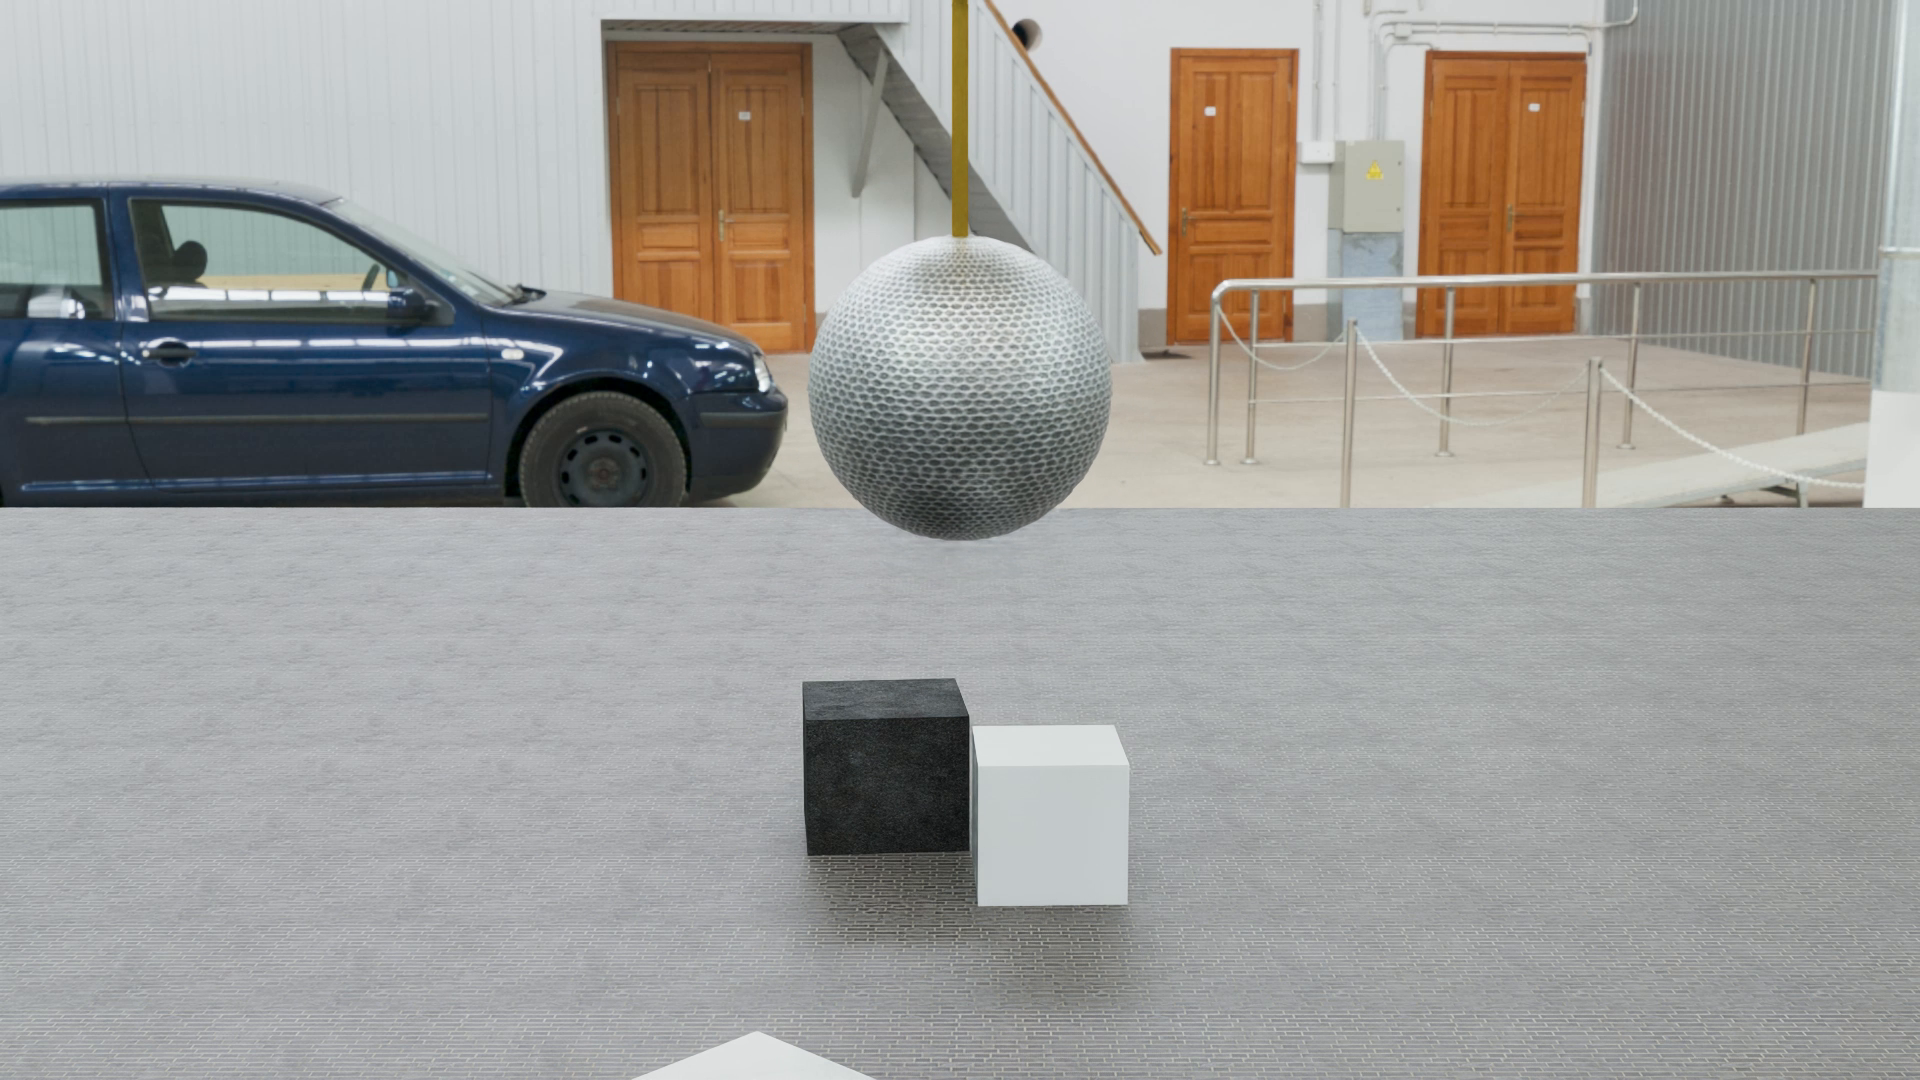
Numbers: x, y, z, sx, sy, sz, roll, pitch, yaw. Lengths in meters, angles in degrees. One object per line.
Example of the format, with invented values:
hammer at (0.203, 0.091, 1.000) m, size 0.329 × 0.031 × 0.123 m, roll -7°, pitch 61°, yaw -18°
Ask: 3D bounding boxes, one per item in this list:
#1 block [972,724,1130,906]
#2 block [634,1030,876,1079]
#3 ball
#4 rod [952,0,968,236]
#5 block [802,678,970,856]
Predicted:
block at (0.420, 1.304, 10.509) m, size 0.696 × 0.673 × 0.703 m, roll 0°, pitch 10°, yaw -2°
block at (-0.596, 2.009, 6.394) m, size 0.822 × 0.759 × 0.767 m, roll 10°, pitch 14°, yaw 42°
ball at (0.000, -0.794, 11.526) m, size 1.600 × 1.600 × 1.600 m, roll 0°, pitch 10°, yaw 0°
rod at (0.000, -4.079, 10.651) m, size 0.080 × 5.200 × 0.080 m, roll 0°, pitch 15°, yaw 0°
block at (-0.392, 1.151, 11.291) m, size 0.808 × 0.695 × 0.787 m, roll -1°, pitch 10°, yaw -5°
